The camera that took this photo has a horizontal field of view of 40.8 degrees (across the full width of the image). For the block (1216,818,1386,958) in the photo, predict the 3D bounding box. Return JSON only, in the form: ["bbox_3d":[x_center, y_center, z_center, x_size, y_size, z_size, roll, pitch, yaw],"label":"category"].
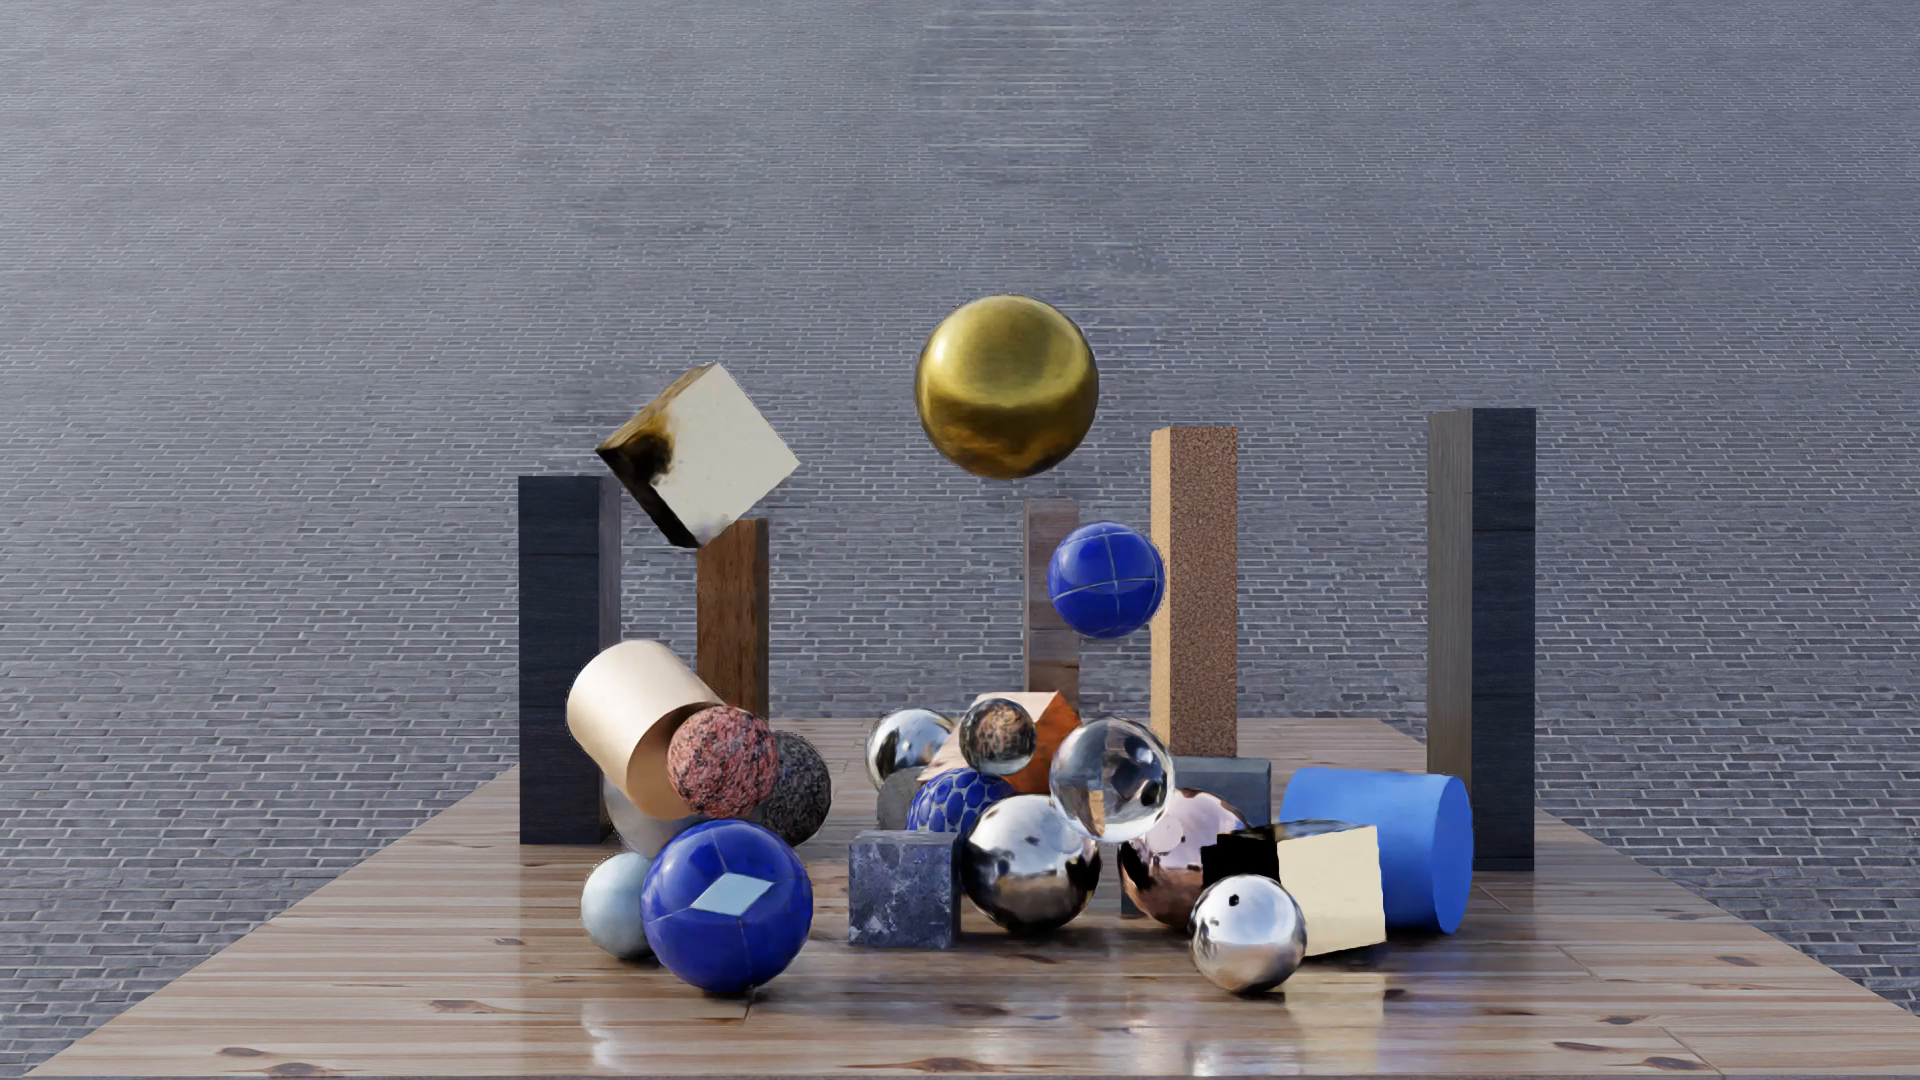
[{"bbox_3d":[0.430,0.438,3.261,0.146,0.146,0.146,-6,1,-25],"label":"block"}]

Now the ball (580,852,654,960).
[{"bbox_3d":[-0.406,0.456,3.217,0.133,0.133,0.133,0,27,0],"label":"ball"}]

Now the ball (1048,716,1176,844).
[{"bbox_3d":[0.195,0.308,3.316,0.162,0.162,0.162,0,27,0],"label":"ball"}]

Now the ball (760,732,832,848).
[{"bbox_3d":[-0.303,0.407,4.175,0.191,0.191,0.191,0,27,0],"label":"ball"}]

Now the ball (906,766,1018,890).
[{"bbox_3d":[0.010,0.421,3.774,0.179,0.179,0.179,0,27,0],"label":"ball"}]

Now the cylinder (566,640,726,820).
[{"bbox_3d":[-0.339,0.210,2.878,0.148,0.148,0.148,-16,34,-29],"label":"cylinder"}]

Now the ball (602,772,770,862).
[{"bbox_3d":[-0.334,0.298,3.154,0.204,0.204,0.204,0,27,0],"label":"ball"}]

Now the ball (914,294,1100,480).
[{"bbox_3d":[0.050,-0.165,2.787,0.201,0.201,0.201,0,27,0],"label":"ball"}]

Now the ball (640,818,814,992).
[{"bbox_3d":[-0.271,0.426,3.010,0.201,0.201,0.201,0,27,0],"label":"ball"}]

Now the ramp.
[{"bbox_3d":[0.060,0.544,4.580,2.000,0.100,4.000,0,1,0],"label":"ramp"}]

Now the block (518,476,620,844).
[{"bbox_3d":[-0.660,0.195,4.384,0.132,0.607,0.275,0,1,0],"label":"block"}]

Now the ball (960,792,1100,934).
[{"bbox_3d":[0.093,0.425,3.403,0.186,0.186,0.186,0,27,0],"label":"ball"}]

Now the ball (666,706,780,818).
[{"bbox_3d":[-0.253,0.237,2.760,0.121,0.121,0.121,0,27,0],"label":"ball"}]

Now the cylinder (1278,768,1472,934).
[{"bbox_3d":[0.554,0.413,3.436,0.208,0.208,0.208,1,25,25],"label":"cylinder"}]

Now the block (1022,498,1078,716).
[{"bbox_3d":[0.174,0.203,5.015,0.093,0.565,0.444,0,1,0],"label":"block"}]

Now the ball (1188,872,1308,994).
[{"bbox_3d":[0.334,0.457,3.001,0.139,0.139,0.139,0,27,0],"label":"ball"}]

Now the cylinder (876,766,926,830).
[{"bbox_3d":[-0.045,0.433,4.188,0.135,0.135,0.135,13,5,25],"label":"cylinder"}]

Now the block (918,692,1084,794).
[{"bbox_3d":[0.094,0.367,4.000,0.185,0.185,0.185,-6,39,50],"label":"block"}]

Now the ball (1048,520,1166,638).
[{"bbox_3d":[0.165,0.045,2.922,0.134,0.134,0.134,0,27,0],"label":"ball"}]

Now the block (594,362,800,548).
[{"bbox_3d":[-0.392,-0.124,3.842,0.192,0.192,0.192,-42,13,-14],"label":"block"}]

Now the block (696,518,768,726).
[{"bbox_3d":[-0.398,0.229,4.538,0.101,0.533,0.284,0,1,0],"label":"block"}]

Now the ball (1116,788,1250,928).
[{"bbox_3d":[0.303,0.424,3.441,0.187,0.187,0.187,0,27,0],"label":"ball"}]

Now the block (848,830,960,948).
[{"bbox_3d":[-0.071,0.453,3.362,0.132,0.132,0.132,0,1,5],"label":"block"}]

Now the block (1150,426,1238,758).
[{"bbox_3d":[0.352,0.170,3.914,0.097,0.675,0.365,0,1,0],"label":"block"}]

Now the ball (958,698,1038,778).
[{"bbox_3d":[0.055,0.286,3.737,0.115,0.115,0.115,0,27,0],"label":"ball"}]

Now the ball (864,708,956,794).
[{"bbox_3d":[-0.081,0.399,4.709,0.186,0.186,0.186,0,27,0],"label":"ball"}]

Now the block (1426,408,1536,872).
[{"bbox_3d":[0.830,0.149,4.129,0.097,0.708,0.374,0,1,0],"label":"block"}]

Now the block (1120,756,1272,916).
[{"bbox_3d":[0.335,0.414,3.631,0.199,0.199,0.199,0,1,9],"label":"block"}]
